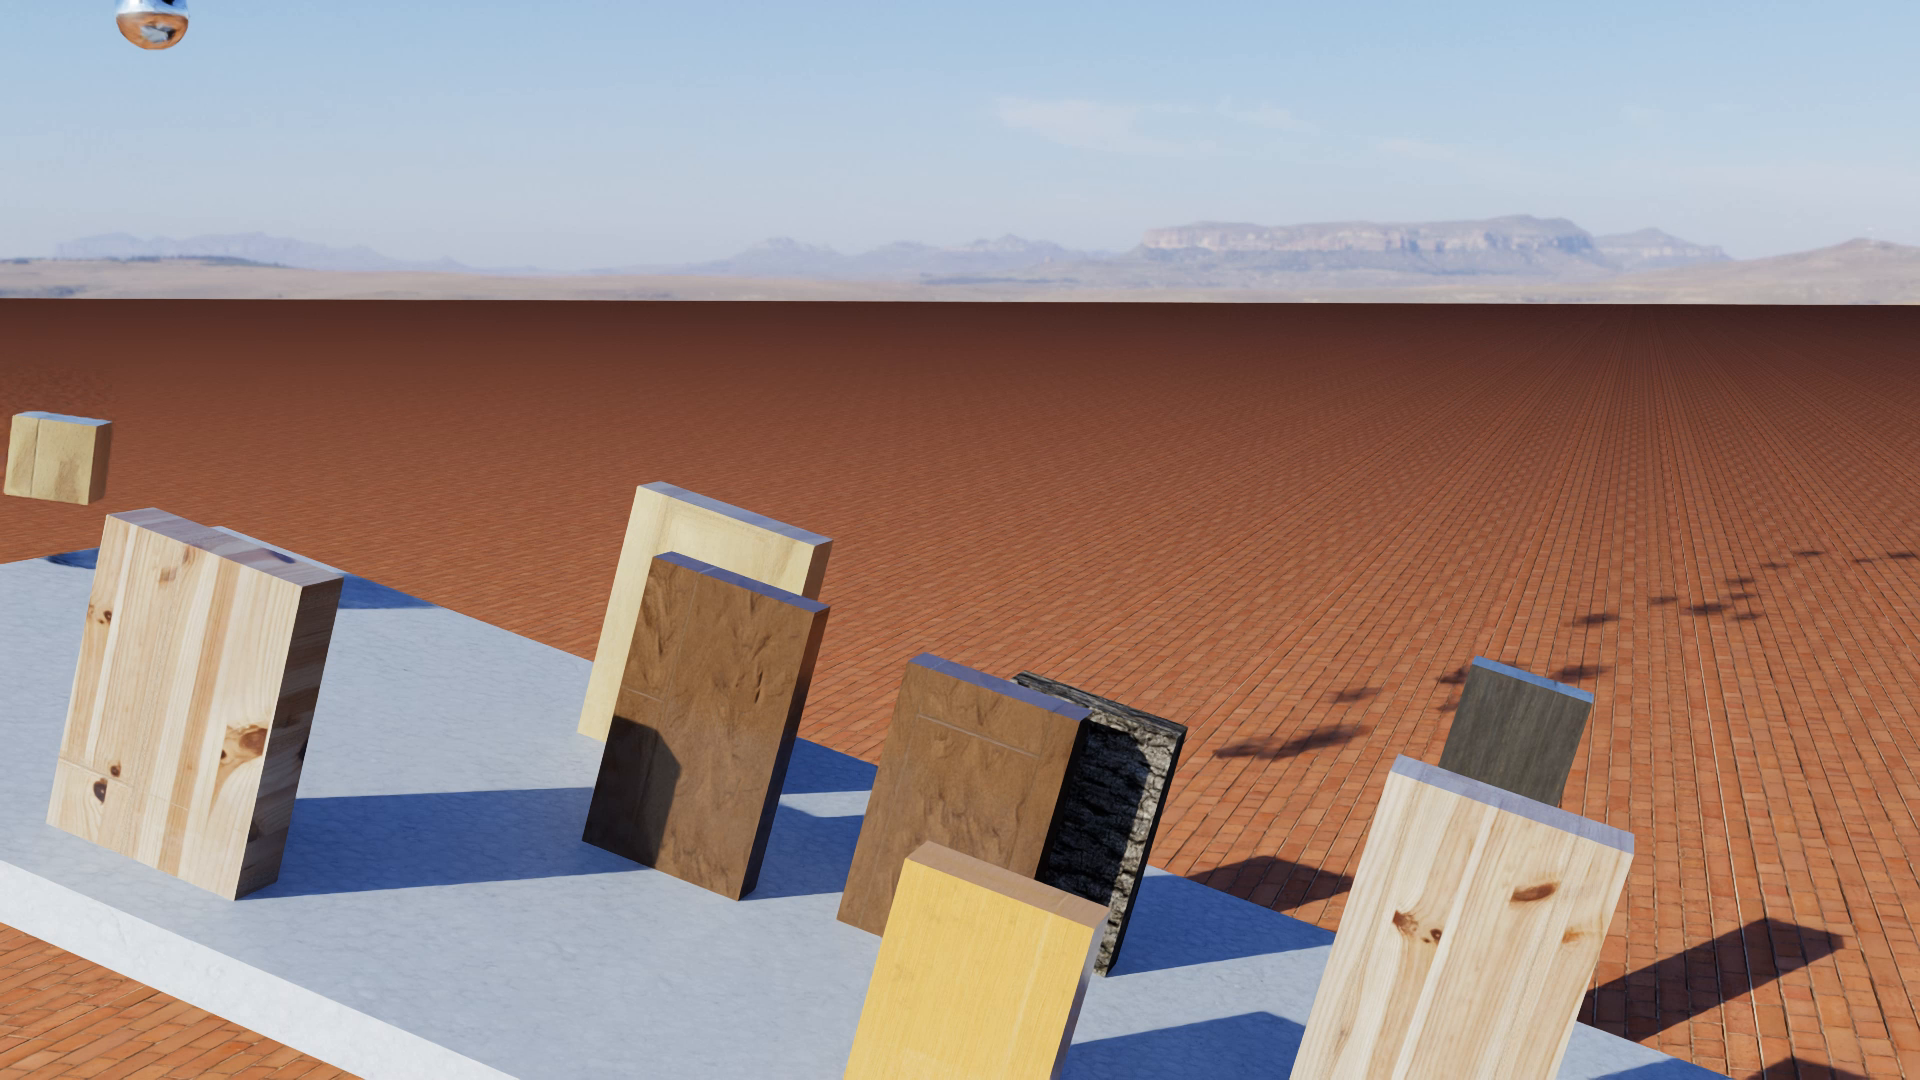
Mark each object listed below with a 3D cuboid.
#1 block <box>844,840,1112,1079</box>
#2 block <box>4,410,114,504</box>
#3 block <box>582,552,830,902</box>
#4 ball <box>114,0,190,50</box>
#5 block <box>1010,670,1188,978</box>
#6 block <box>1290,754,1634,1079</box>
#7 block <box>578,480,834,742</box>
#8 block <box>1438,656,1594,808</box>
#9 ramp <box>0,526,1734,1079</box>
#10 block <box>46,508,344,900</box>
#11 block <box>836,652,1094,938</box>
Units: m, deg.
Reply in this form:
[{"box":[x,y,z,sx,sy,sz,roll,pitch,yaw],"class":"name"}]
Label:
[{"box":[0.019,0.734,3.444,0.312,0.428,0.113,18,12,14],"class":"block"},{"box":[-1.967,-0.181,4.804,0.171,0.171,0.171,8,5,-10],"class":"block"},{"box":[-0.488,0.354,4.201,0.338,0.584,0.087,18,12,14],"class":"block"},{"box":[-1.761,-1.147,4.793,0.156,0.156,0.156,0,7,0],"class":"ball"},{"box":[0.206,0.558,4.344,0.347,0.507,0.104,18,12,14],"class":"block"},{"box":[0.766,0.761,3.509,0.382,0.743,0.130,18,12,14],"class":"block"},{"box":[-0.560,0.212,4.815,0.424,0.574,0.118,18,12,14],"class":"block"},{"box":[1.121,0.628,4.725,0.258,0.707,0.114,18,12,14],"class":"block"},{"box":[-0.377,0.738,4.240,4.000,0.100,2.000,18,12,14],"class":"ramp"},{"box":[-1.273,0.268,3.651,0.378,0.547,0.120,18,12,14],"class":"block"},{"box":[0.006,0.525,4.174,0.347,0.531,0.104,18,12,14],"class":"block"}]
